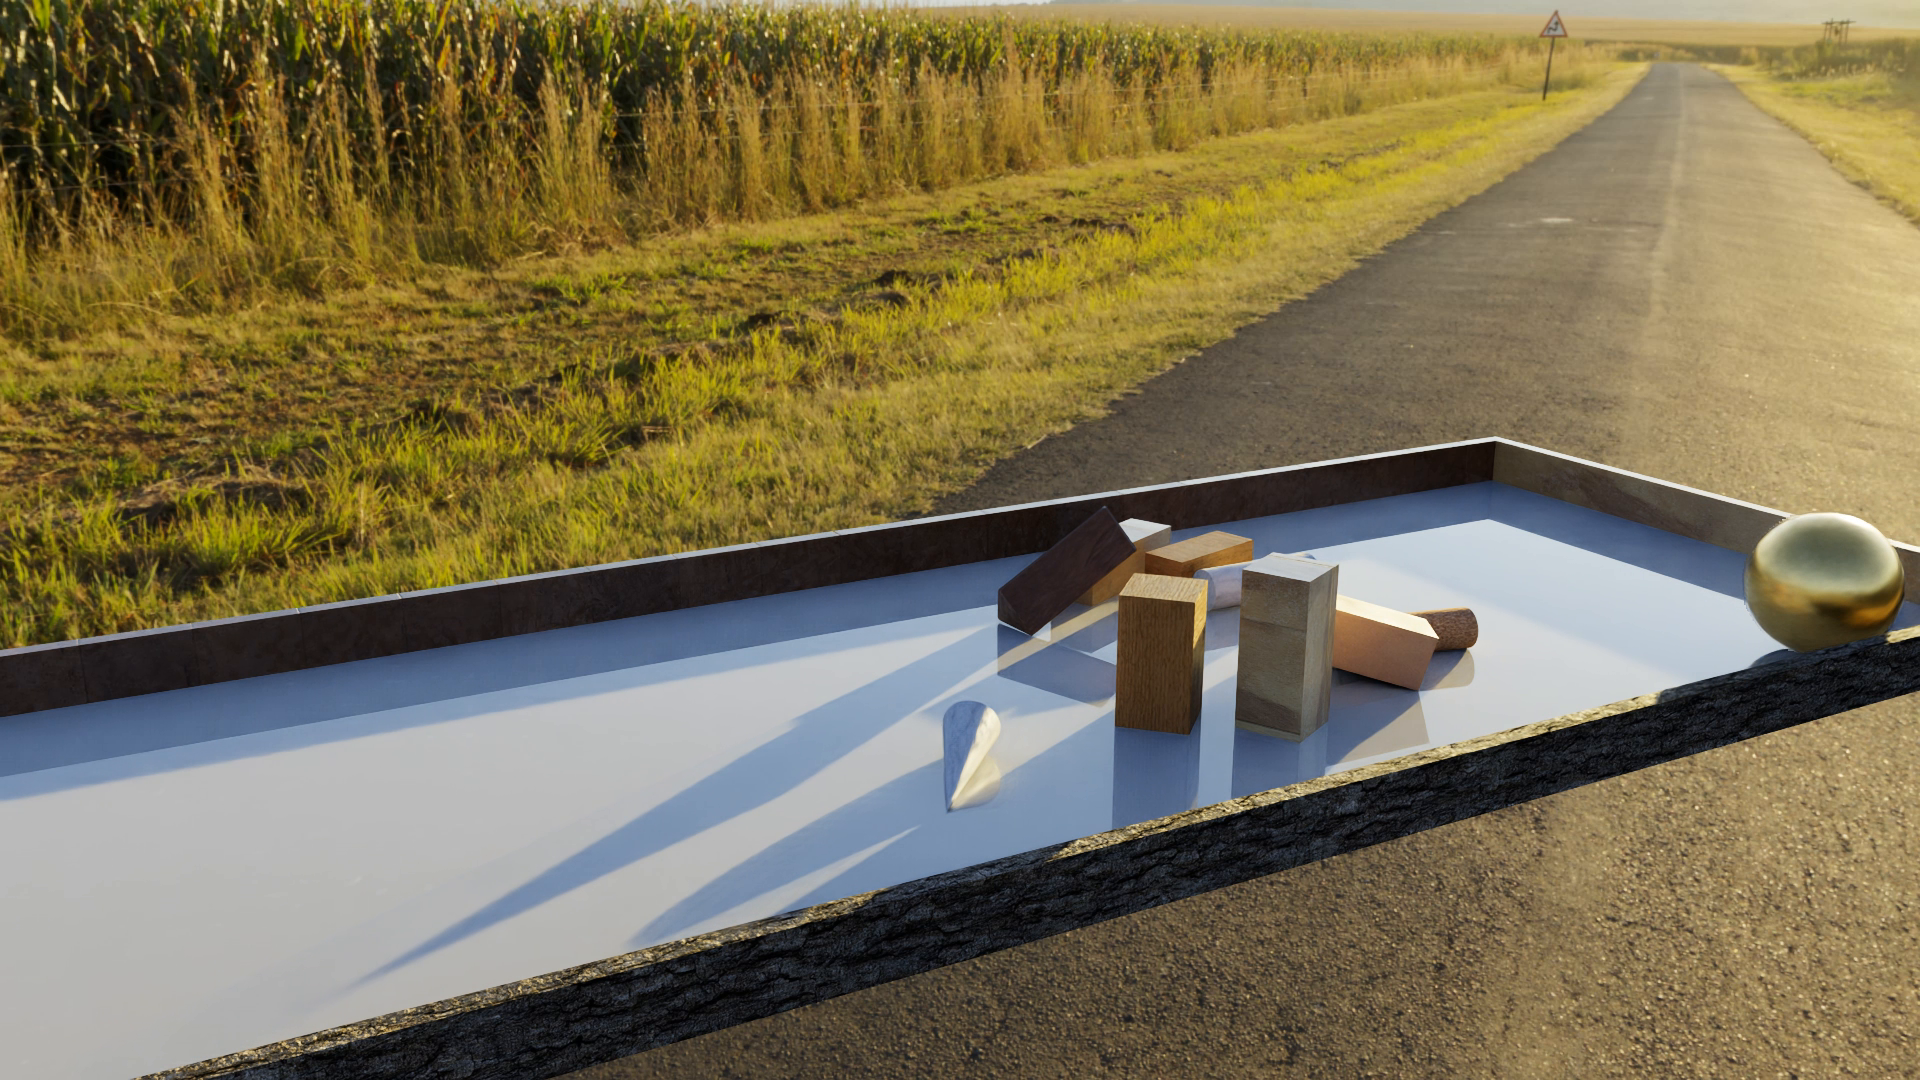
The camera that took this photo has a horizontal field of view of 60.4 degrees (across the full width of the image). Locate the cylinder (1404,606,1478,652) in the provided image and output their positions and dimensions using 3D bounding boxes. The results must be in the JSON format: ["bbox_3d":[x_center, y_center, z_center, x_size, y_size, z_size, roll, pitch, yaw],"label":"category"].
[{"bbox_3d":[1.149,0.247,4.320,0.404,0.109,0.109,-5,17,-15],"label":"cylinder"}]

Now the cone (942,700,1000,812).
[{"bbox_3d":[-0.001,0.492,3.565,0.132,0.132,0.325,3,28,9],"label":"cone"}]

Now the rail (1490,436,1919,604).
[{"bbox_3d":[2.466,-0.048,5.253,0.050,0.150,2.100,-9,18,-27],"label":"rail"}]

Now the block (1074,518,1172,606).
[{"bbox_3d":[0.452,0.062,4.893,0.142,0.142,0.432,12,20,36],"label":"block"}]

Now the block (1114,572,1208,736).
[{"bbox_3d":[0.473,0.265,3.877,0.176,0.324,0.176,5,17,17],"label":"block"}]

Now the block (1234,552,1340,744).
[{"bbox_3d":[0.757,0.247,3.827,0.164,0.388,0.164,11,20,34],"label":"block"}]

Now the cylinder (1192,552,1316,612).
[{"bbox_3d":[0.851,0.119,4.737,0.367,0.120,0.120,-8,18,-26],"label":"cylinder"}]

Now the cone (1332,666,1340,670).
[{"bbox_3d":[0.918,0.308,4.211,0.352,0.109,0.109,8,16,-5],"label":"cone"}]

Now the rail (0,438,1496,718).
[{"bbox_3d":[-3.305,0.497,3.399,12.000,0.150,0.050,-9,18,-27],"label":"rail"}]

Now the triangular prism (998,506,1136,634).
[{"bbox_3d":[0.278,0.072,4.563,0.407,0.132,0.153,-38,34,-22],"label":"triangular prism"}]

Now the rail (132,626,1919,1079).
[{"bbox_3d":[-2.336,1.006,1.665,12.000,0.150,0.050,-9,18,-27],"label":"rail"}]

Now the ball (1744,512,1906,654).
[{"bbox_3d":[2.252,0.114,4.303,0.374,0.374,0.374,0,16,0],"label":"ball"}]

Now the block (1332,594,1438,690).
[{"bbox_3d":[0.947,0.228,4.125,0.438,0.144,0.144,16,17,-2],"label":"block"}]

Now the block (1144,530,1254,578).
[{"bbox_3d":[0.701,0.082,4.835,0.333,0.135,0.135,-15,22,-41],"label":"block"}]
